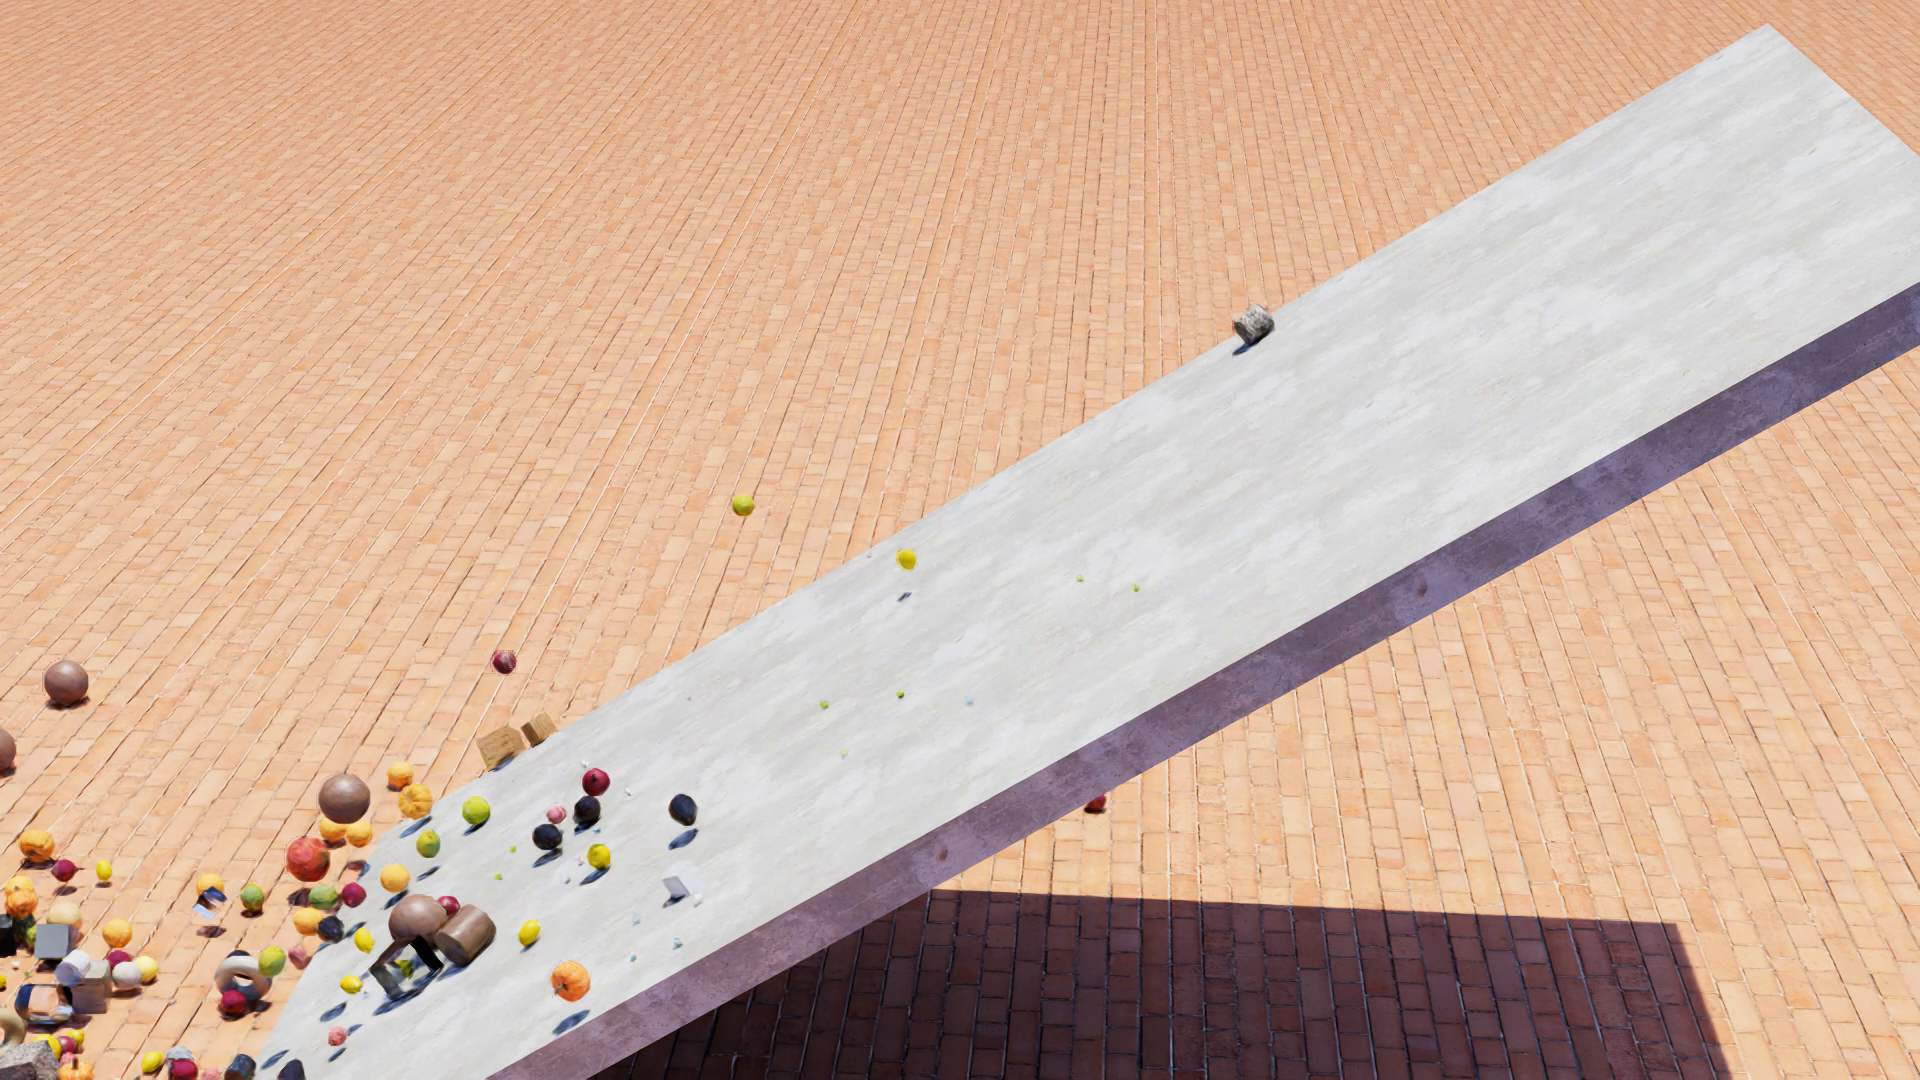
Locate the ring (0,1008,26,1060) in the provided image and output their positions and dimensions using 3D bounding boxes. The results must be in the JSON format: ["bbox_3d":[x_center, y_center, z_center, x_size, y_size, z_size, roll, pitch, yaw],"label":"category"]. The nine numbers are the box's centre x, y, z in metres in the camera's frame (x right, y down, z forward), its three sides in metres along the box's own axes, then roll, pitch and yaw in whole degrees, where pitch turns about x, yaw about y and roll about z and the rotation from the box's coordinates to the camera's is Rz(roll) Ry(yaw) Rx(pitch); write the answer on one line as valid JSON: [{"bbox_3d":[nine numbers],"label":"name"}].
[{"bbox_3d":[-2.187,1.129,6.677,0.046,0.139,0.139,5,18,41],"label":"ring"}]

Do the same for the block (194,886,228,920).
[{"bbox_3d":[-1.867,0.904,7.324,0.052,0.052,0.052,38,28,2],"label":"block"}]

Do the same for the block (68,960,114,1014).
[{"bbox_3d":[-2.069,1.061,6.981,0.093,0.093,0.093,-2,20,-5],"label":"block"}]

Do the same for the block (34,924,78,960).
[{"bbox_3d":[-2.204,0.983,7.175,0.078,0.078,0.078,0,-14,0],"label":"block"}]

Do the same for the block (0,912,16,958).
[{"bbox_3d":[-2.371,0.976,7.236,0.079,0.079,0.079,-9,22,-23],"label":"block"}]

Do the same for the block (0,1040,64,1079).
[{"bbox_3d":[-2.084,1.190,6.583,0.094,0.094,0.094,-13,21,11],"label":"block"}]

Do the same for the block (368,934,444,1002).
[{"bbox_3d":[-1.194,0.924,6.348,0.094,0.094,0.094,-21,19,39],"label":"block"}]

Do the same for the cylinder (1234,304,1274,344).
[{"bbox_3d":[0.693,-0.507,6.928,0.068,0.068,0.068,-38,33,-15],"label":"cylinder"}]

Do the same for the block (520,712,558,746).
[{"bbox_3d":[-1.085,0.487,7.580,0.058,0.058,0.058,-33,4,-38],"label":"block"}]

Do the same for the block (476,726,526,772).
[{"bbox_3d":[-1.187,0.549,7.647,0.090,0.090,0.090,-28,-19,7],"label":"block"}]

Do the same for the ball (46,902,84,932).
[{"bbox_3d":[-2.221,0.943,7.298,0.089,0.089,0.089,0,20,0],"label":"ball"}]

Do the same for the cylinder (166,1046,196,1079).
[{"bbox_3d":[-1.769,1.188,6.678,0.059,0.059,0.059,-8,20,-21],"label":"cylinder"}]

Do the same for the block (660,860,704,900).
[{"bbox_3d":[-0.553,0.677,5.862,0.051,0.051,0.051,-20,20,41],"label":"block"}]

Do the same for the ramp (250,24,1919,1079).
[{"bbox_3d":[0.140,0.170,6.292,4.000,0.100,2.000,-30,15,13],"label":"ramp"}]

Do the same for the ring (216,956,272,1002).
[{"bbox_3d":[-1.696,1.039,6.964,0.136,0.136,0.045,0,36,-1],"label":"ring"}]

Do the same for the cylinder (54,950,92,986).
[{"bbox_3d":[-2.073,1.002,6.878,0.063,0.063,0.063,3,18,7],"label":"cylinder"}]

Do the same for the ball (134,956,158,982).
[{"bbox_3d":[-1.968,1.035,7.098,0.061,0.061,0.061,0,20,0],"label":"ball"}]

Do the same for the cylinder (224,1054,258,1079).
[{"bbox_3d":[-1.582,1.167,6.465,0.053,0.053,0.053,7,35,18],"label":"cylinder"}]

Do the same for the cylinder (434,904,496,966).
[{"bbox_3d":[-1.060,0.848,6.309,0.093,0.093,0.093,13,42,32],"label":"cylinder"}]

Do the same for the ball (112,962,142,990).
[{"bbox_3d":[-1.993,1.042,7.037,0.070,0.070,0.070,0,20,0],"label":"ball"}]
